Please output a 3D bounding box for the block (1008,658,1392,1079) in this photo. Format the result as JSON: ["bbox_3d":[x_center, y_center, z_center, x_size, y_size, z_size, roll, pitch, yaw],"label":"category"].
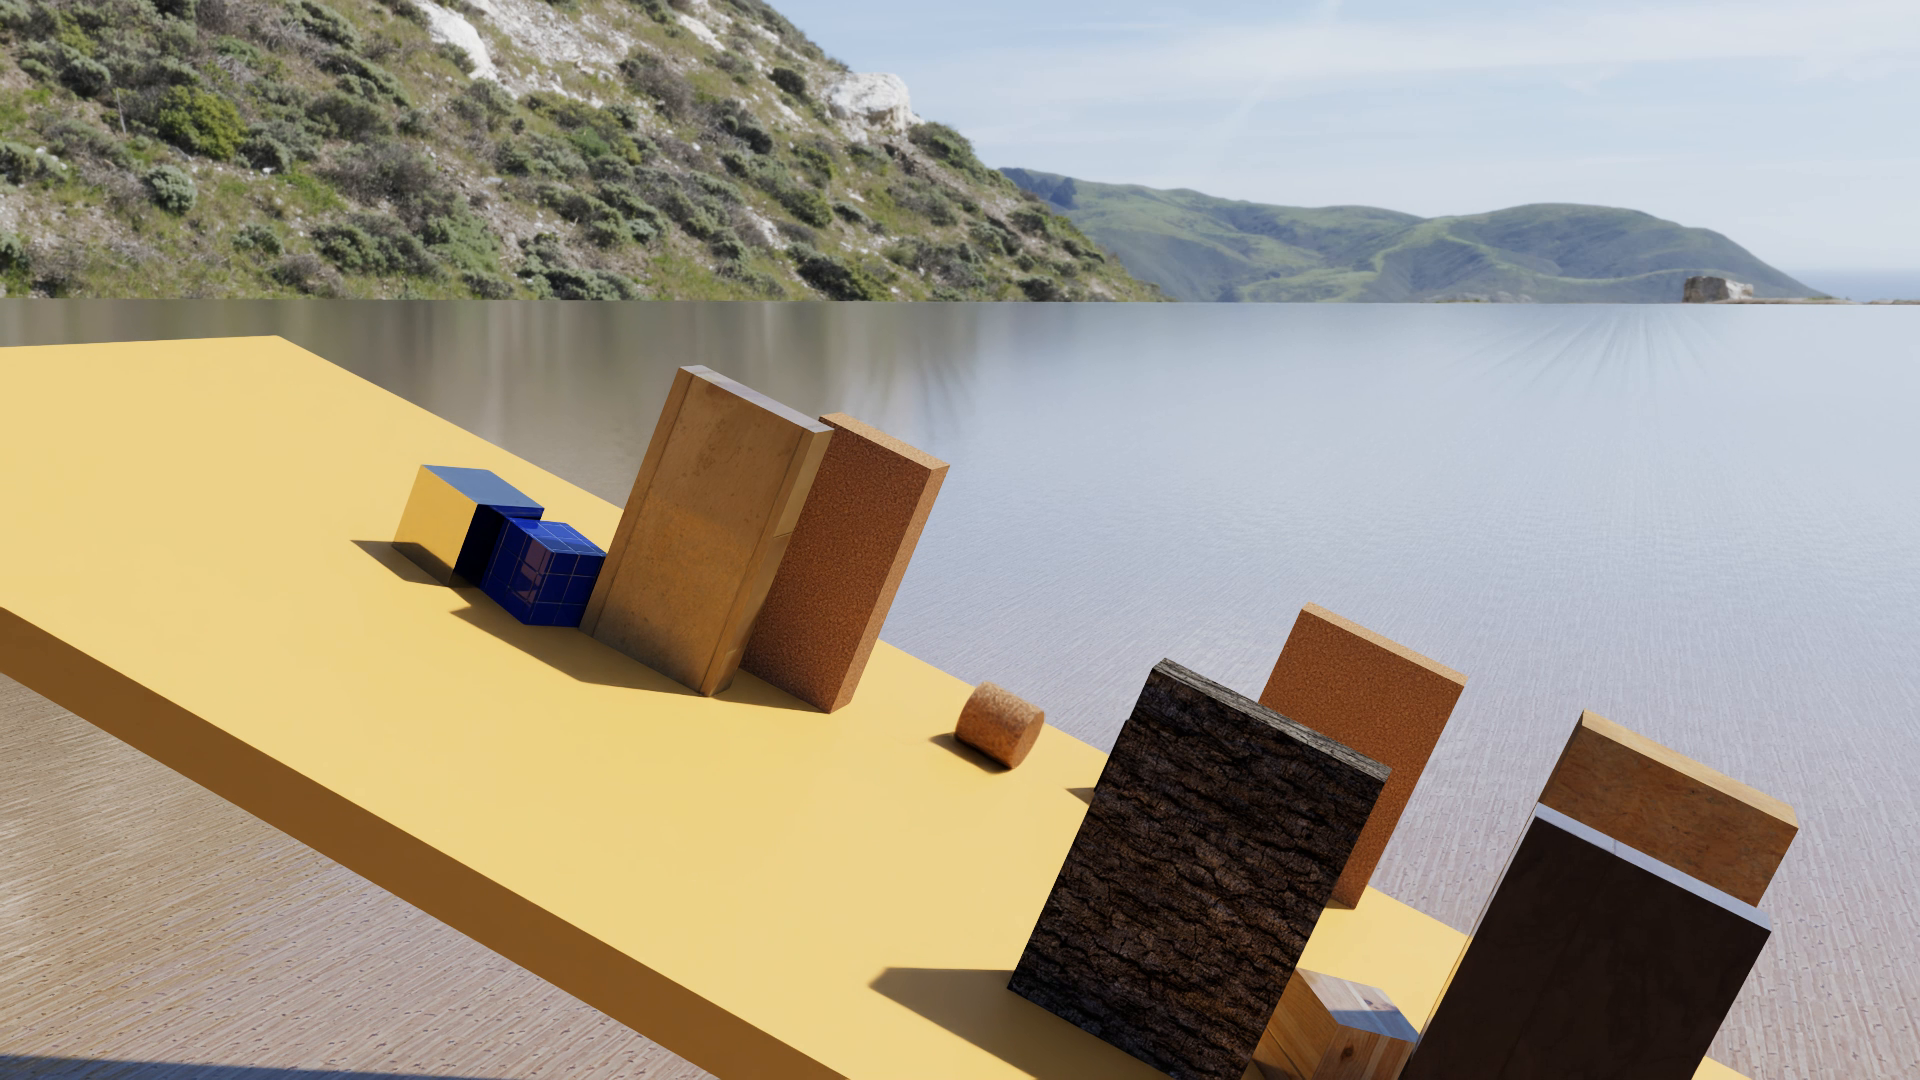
[{"bbox_3d":[0.382,0.551,3.557,0.402,0.598,0.101,26,13,13],"label":"block"}]

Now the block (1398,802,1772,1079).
[{"bbox_3d":[0.794,0.772,3.057,0.334,0.741,0.084,26,13,13],"label":"block"}]

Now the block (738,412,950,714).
[{"bbox_3d":[-0.259,0.047,4.563,0.260,0.559,0.125,26,13,13],"label":"block"}]

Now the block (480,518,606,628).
[{"bbox_3d":[-0.831,0.066,4.407,0.159,0.159,0.159,33,16,36],"label":"block"}]

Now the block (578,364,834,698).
[{"bbox_3d":[-0.506,-0.018,4.362,0.307,0.577,0.107,26,13,13],"label":"block"}]

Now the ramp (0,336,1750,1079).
[{"bbox_3d":[-0.287,0.498,4.183,4.000,0.100,2.000,26,13,13],"label":"ramp"}]

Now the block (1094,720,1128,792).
[{"bbox_3d":[0.437,0.508,4.752,0.178,0.178,0.178,32,16,34],"label":"block"}]

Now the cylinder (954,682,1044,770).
[{"bbox_3d":[0.084,0.395,4.688,0.140,0.140,0.140,27,16,17],"label":"cylinder"}]

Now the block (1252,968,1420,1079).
[{"bbox_3d":[0.634,0.858,3.685,0.181,0.181,0.181,18,14,-21],"label":"block"}]

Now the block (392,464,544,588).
[{"bbox_3d":[-0.994,-0.026,4.442,0.183,0.183,0.183,31,15,31],"label":"block"}]

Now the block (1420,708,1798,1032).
[{"bbox_3d":[1.023,0.710,3.621,0.360,0.772,0.146,26,13,13],"label":"block"}]

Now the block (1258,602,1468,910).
[{"bbox_3d":[0.801,0.462,4.739,0.373,0.543,0.116,26,13,13],"label":"block"}]
